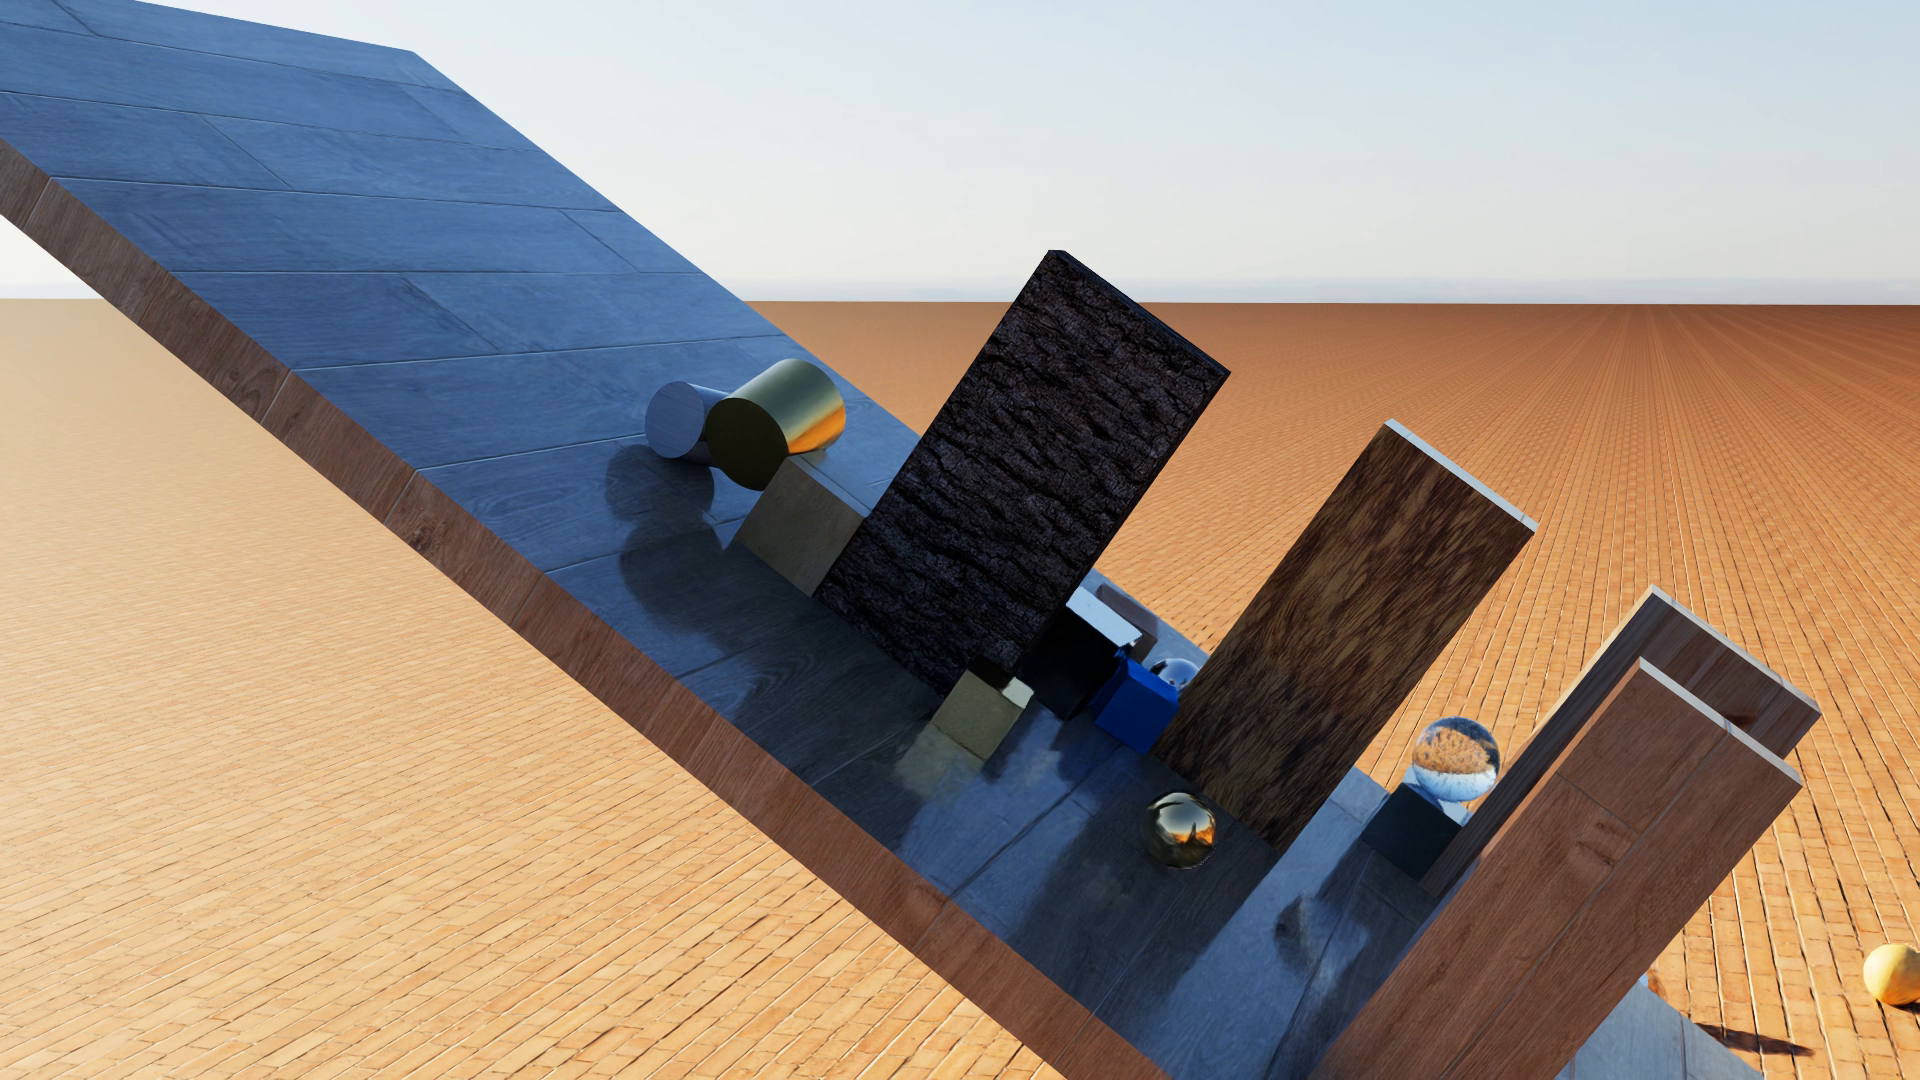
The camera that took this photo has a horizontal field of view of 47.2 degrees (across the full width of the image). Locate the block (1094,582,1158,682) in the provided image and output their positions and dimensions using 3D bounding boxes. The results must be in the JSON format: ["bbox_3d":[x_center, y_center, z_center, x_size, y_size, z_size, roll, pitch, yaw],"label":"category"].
[{"bbox_3d":[0.299,0.192,4.351,0.134,0.134,0.134,33,15,-5],"label":"block"}]

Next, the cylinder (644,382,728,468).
[{"bbox_3d":[-0.467,-0.206,3.945,0.138,0.138,0.138,5,-3,34],"label":"cylinder"}]

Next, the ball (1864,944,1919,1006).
[{"bbox_3d":[2.375,1.102,5.578,0.155,0.155,0.155,0,7,0],"label":"ball"}]

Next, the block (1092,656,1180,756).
[{"bbox_3d":[0.327,0.309,4.094,0.113,0.113,0.113,33,14,-6],"label":"block"}]

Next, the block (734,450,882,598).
[{"bbox_3d":[-0.249,-0.031,3.812,0.171,0.171,0.171,38,16,10],"label":"block"}]

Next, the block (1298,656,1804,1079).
[{"bbox_3d":[0.808,0.557,3.075,0.258,0.793,0.092,37,16,10],"label":"block"}]

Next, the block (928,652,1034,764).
[{"bbox_3d":[0.036,0.274,3.604,0.113,0.113,0.113,35,15,2],"label":"block"}]

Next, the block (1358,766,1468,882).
[{"bbox_3d":[0.921,0.576,4.469,0.147,0.147,0.147,37,16,9],"label":"block"}]

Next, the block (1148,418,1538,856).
[{"bbox_3d":[0.696,0.179,4.050,0.325,0.751,0.139,37,16,10],"label":"block"}]

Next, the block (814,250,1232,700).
[{"bbox_3d":[0.098,-0.089,3.679,0.347,0.716,0.102,37,16,10],"label":"block"}]

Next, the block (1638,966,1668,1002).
[{"bbox_3d":[1.538,1.060,5.042,0.129,0.129,0.129,-23,26,26],"label":"block"}]

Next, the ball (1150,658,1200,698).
[{"bbox_3d":[0.419,0.296,4.295,0.132,0.132,0.132,0,7,0],"label":"ball"}]

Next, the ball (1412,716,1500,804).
[{"bbox_3d":[0.996,0.442,4.419,0.175,0.175,0.175,0,7,0],"label":"ball"}]

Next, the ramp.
[{"bbox_3d":[-0.090,0.161,4.081,4.000,0.100,2.000,37,16,10],"label":"ramp"}]

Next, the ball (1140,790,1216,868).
[{"bbox_3d":[0.361,0.478,3.631,0.126,0.126,0.126,0,7,0],"label":"ball"}]

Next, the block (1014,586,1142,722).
[{"bbox_3d":[0.198,0.200,4.045,0.174,0.174,0.174,38,16,12],"label":"block"}]

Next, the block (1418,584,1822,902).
[{"bbox_3d":[1.288,0.501,4.330,0.382,0.743,0.130,37,16,10],"label":"block"}]

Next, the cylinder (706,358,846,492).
[{"bbox_3d":[-0.324,-0.204,3.876,0.178,0.178,0.178,4,28,32],"label":"cylinder"}]
